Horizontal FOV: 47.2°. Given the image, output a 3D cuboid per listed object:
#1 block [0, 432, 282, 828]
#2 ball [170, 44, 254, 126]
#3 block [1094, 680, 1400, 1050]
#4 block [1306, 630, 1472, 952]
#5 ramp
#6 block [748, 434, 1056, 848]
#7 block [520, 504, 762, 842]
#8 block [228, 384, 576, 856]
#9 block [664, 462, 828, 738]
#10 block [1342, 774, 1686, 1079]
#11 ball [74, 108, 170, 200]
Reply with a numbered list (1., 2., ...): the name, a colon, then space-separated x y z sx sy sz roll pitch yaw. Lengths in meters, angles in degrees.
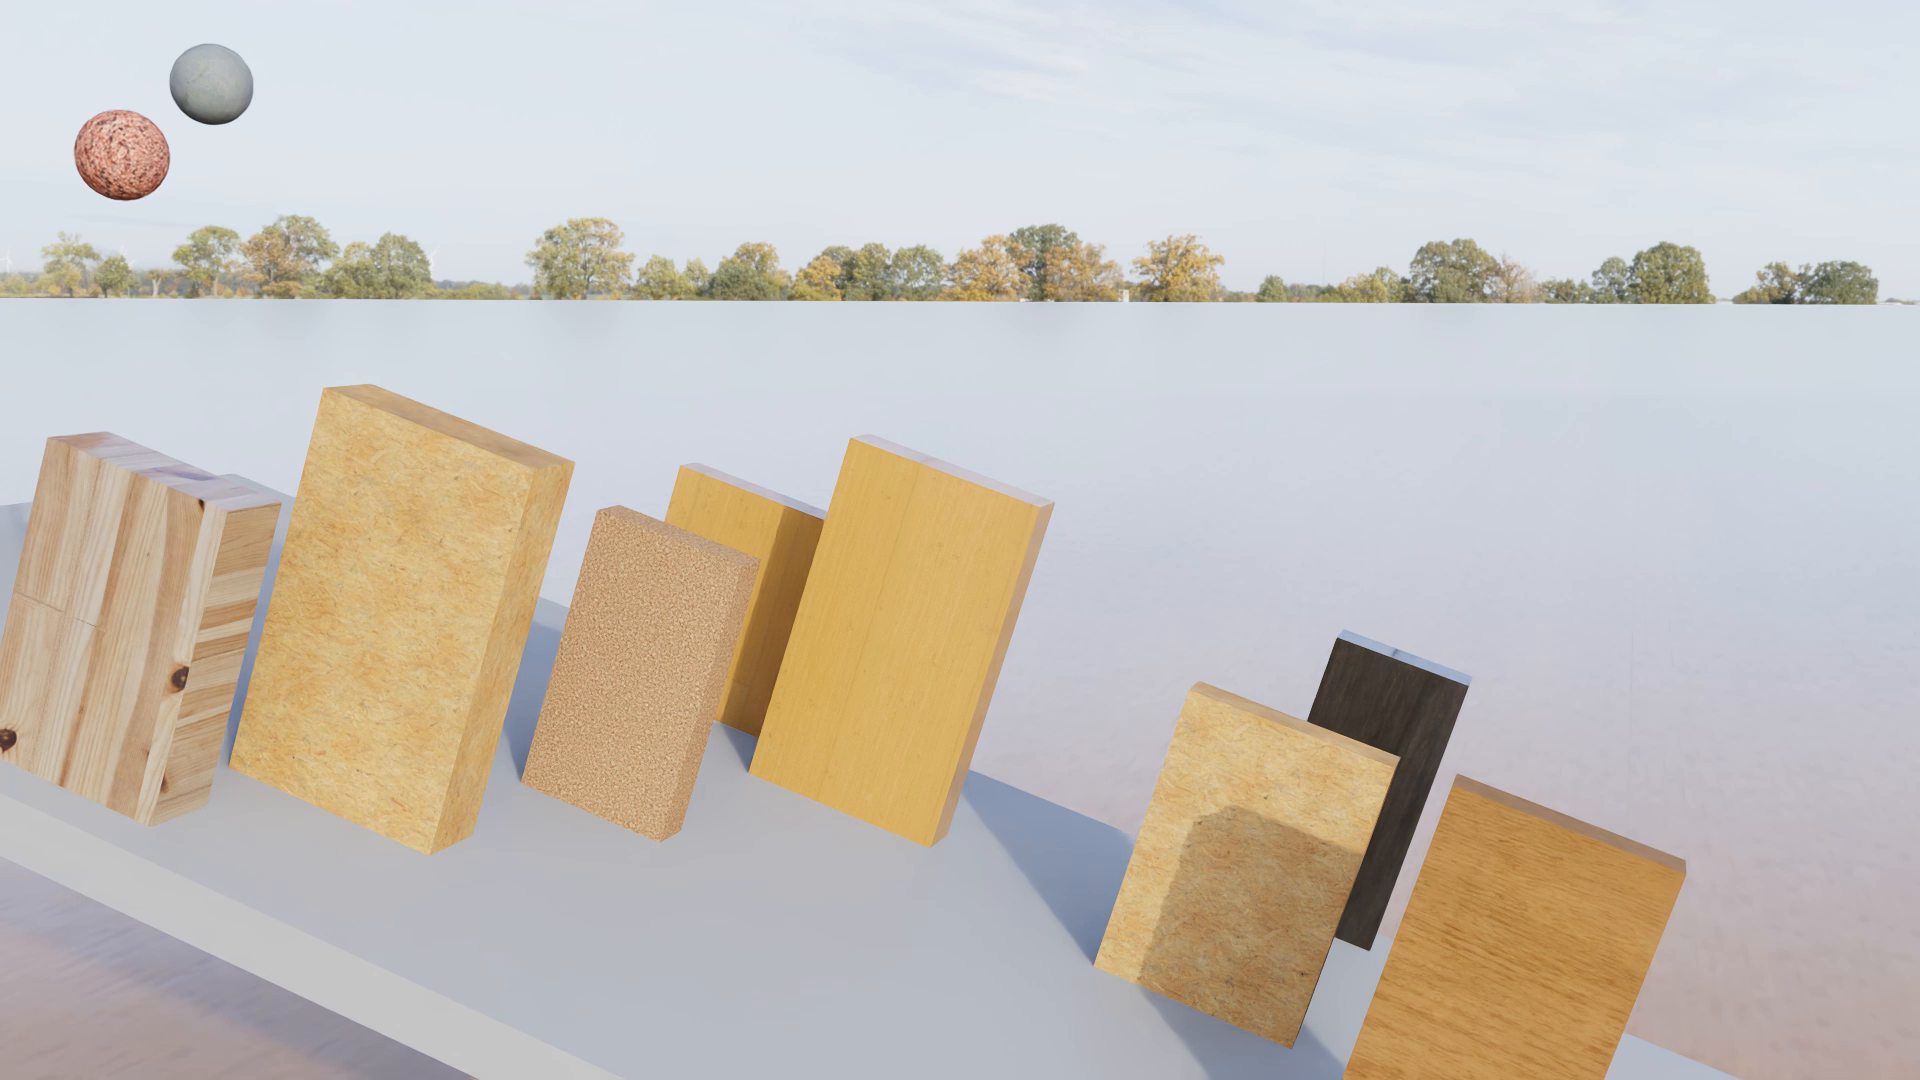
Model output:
1. block: -1.362 0.141 3.603 0.349 0.546 0.144 21 12 14
2. ball: -1.631 -0.993 4.793 0.175 0.175 0.175 0 7 0
3. block: 0.537 0.609 4.144 0.401 0.576 0.096 21 12 14
4. block: 0.865 0.544 4.798 0.294 0.626 0.115 21 12 14
5. ramp: -0.355 0.671 4.225 4.000 0.100 2.000 21 12 14
6. block: -0.126 0.207 4.586 0.425 0.754 0.119 21 12 14
7. block: -0.606 0.251 4.163 0.304 0.560 0.096 21 12 14
8. block: -0.972 0.133 3.815 0.415 0.705 0.146 21 12 14
9. block: -0.500 0.140 4.927 0.405 0.519 0.092 21 12 14
10. block: 0.834 0.773 3.471 0.366 0.721 0.086 21 12 14
11. ball: -1.775 -0.816 4.661 0.192 0.192 0.192 0 7 0
